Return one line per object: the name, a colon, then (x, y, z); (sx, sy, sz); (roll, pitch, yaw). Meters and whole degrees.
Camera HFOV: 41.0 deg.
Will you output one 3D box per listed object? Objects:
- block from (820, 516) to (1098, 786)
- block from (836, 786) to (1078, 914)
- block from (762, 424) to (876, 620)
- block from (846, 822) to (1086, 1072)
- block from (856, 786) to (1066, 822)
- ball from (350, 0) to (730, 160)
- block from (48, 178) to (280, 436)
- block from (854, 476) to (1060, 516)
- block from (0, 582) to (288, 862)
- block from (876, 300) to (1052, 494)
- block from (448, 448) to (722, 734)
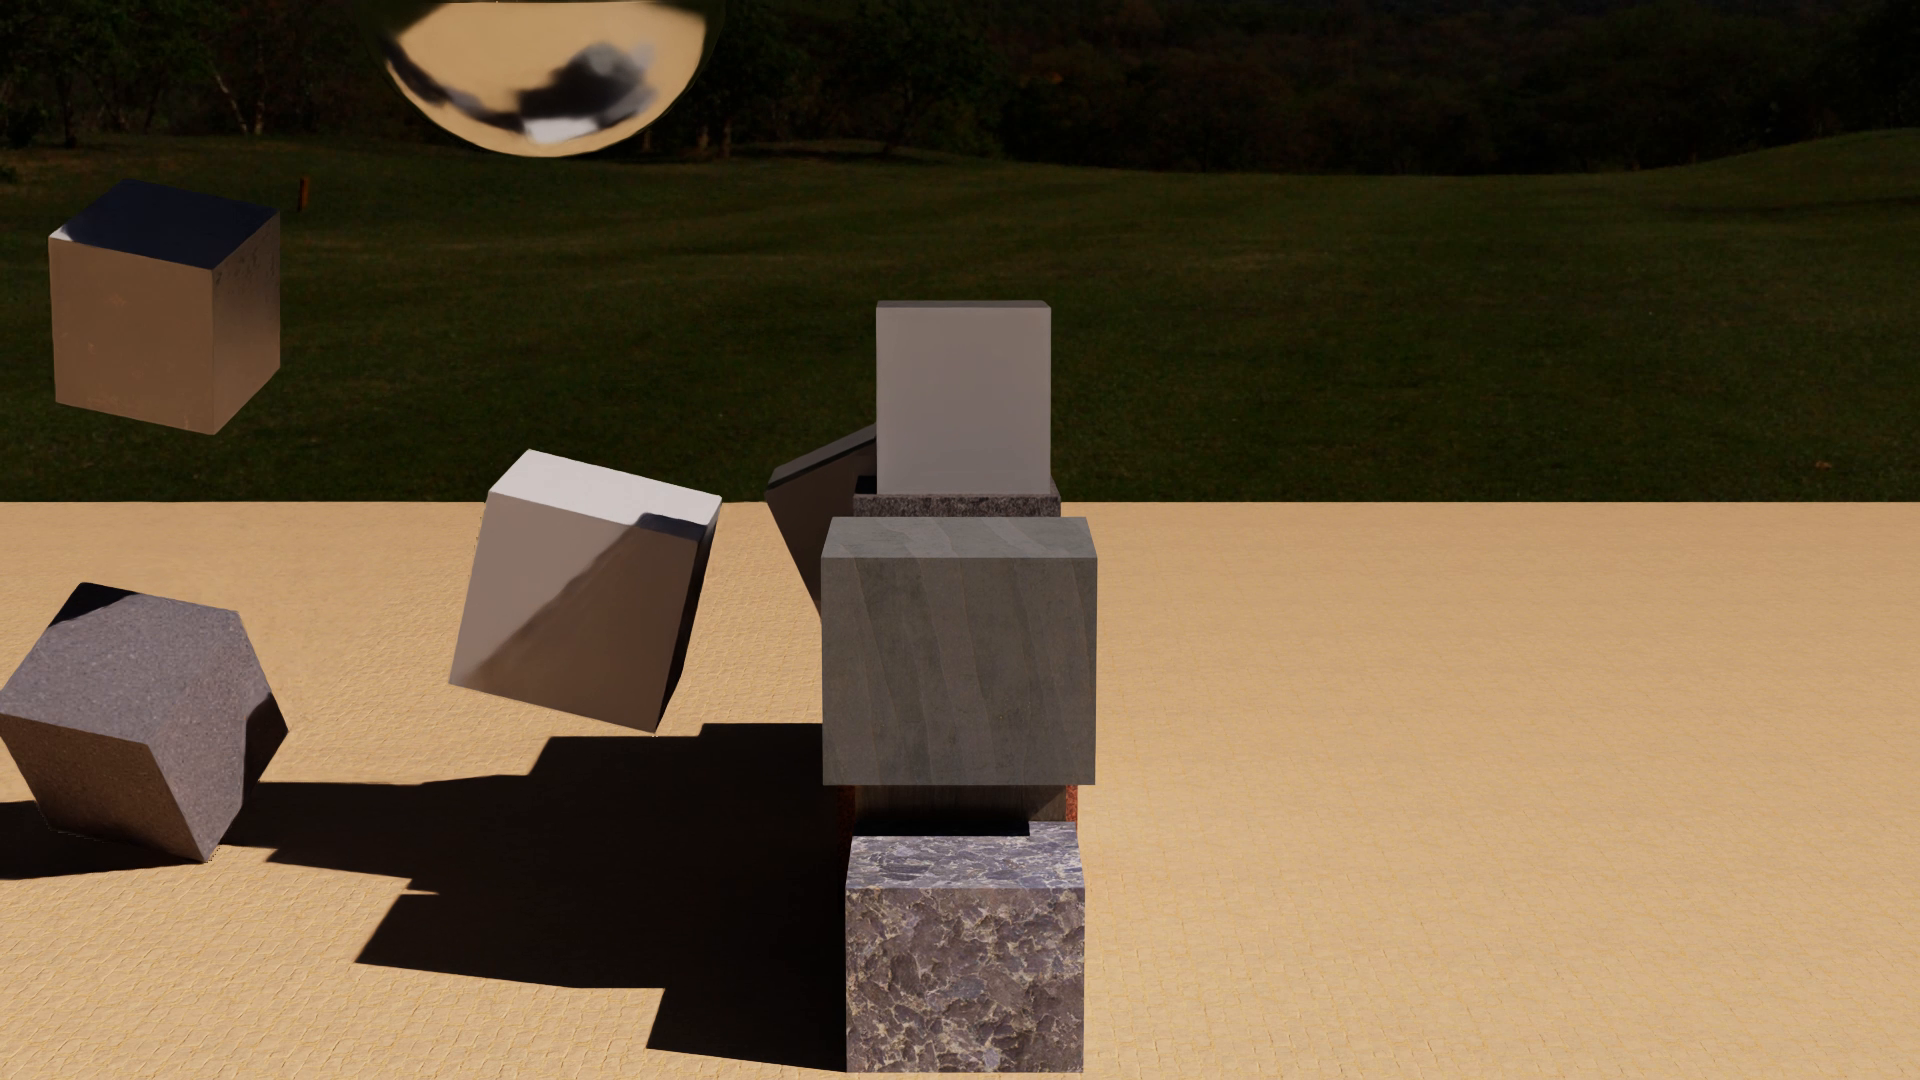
block: (-0.003, 0.408, 9.865); (1.010, 0.859, 0.875); (0, 10, 0)
block: (-0.012, 1.066, 11.251); (1.011, 0.878, 0.943); (0, 10, 0)
block: (-0.258, -0.046, 11.572); (0.905, 0.905, 0.978); (-24, 8, 3)
block: (0.018, 1.487, 9.474); (0.843, 0.684, 0.818); (0, 10, 0)
block: (0.002, 1.222, 10.320); (0.807, 0.904, 0.920); (0, 10, 0)
ball: (-1.756, -2.403, 10.744); (1.600, 1.600, 1.600); (0, 10, 0)
block: (-3.483, -1.035, 11.298); (0.729, 0.791, 0.712); (12, 30, 5)
block: (-0.017, 0.230, 10.712); (0.831, 0.915, 0.802); (0, 8, -1)
block: (-3.699, 0.821, 11.620); (0.817, 0.836, 0.788); (10, 48, 16)
block: (0.008, -0.603, 10.652); (0.700, 0.752, 0.680); (0, 8, -1)
block: (-1.686, 0.216, 11.686); (0.935, 0.900, 0.924); (14, 13, -2)
